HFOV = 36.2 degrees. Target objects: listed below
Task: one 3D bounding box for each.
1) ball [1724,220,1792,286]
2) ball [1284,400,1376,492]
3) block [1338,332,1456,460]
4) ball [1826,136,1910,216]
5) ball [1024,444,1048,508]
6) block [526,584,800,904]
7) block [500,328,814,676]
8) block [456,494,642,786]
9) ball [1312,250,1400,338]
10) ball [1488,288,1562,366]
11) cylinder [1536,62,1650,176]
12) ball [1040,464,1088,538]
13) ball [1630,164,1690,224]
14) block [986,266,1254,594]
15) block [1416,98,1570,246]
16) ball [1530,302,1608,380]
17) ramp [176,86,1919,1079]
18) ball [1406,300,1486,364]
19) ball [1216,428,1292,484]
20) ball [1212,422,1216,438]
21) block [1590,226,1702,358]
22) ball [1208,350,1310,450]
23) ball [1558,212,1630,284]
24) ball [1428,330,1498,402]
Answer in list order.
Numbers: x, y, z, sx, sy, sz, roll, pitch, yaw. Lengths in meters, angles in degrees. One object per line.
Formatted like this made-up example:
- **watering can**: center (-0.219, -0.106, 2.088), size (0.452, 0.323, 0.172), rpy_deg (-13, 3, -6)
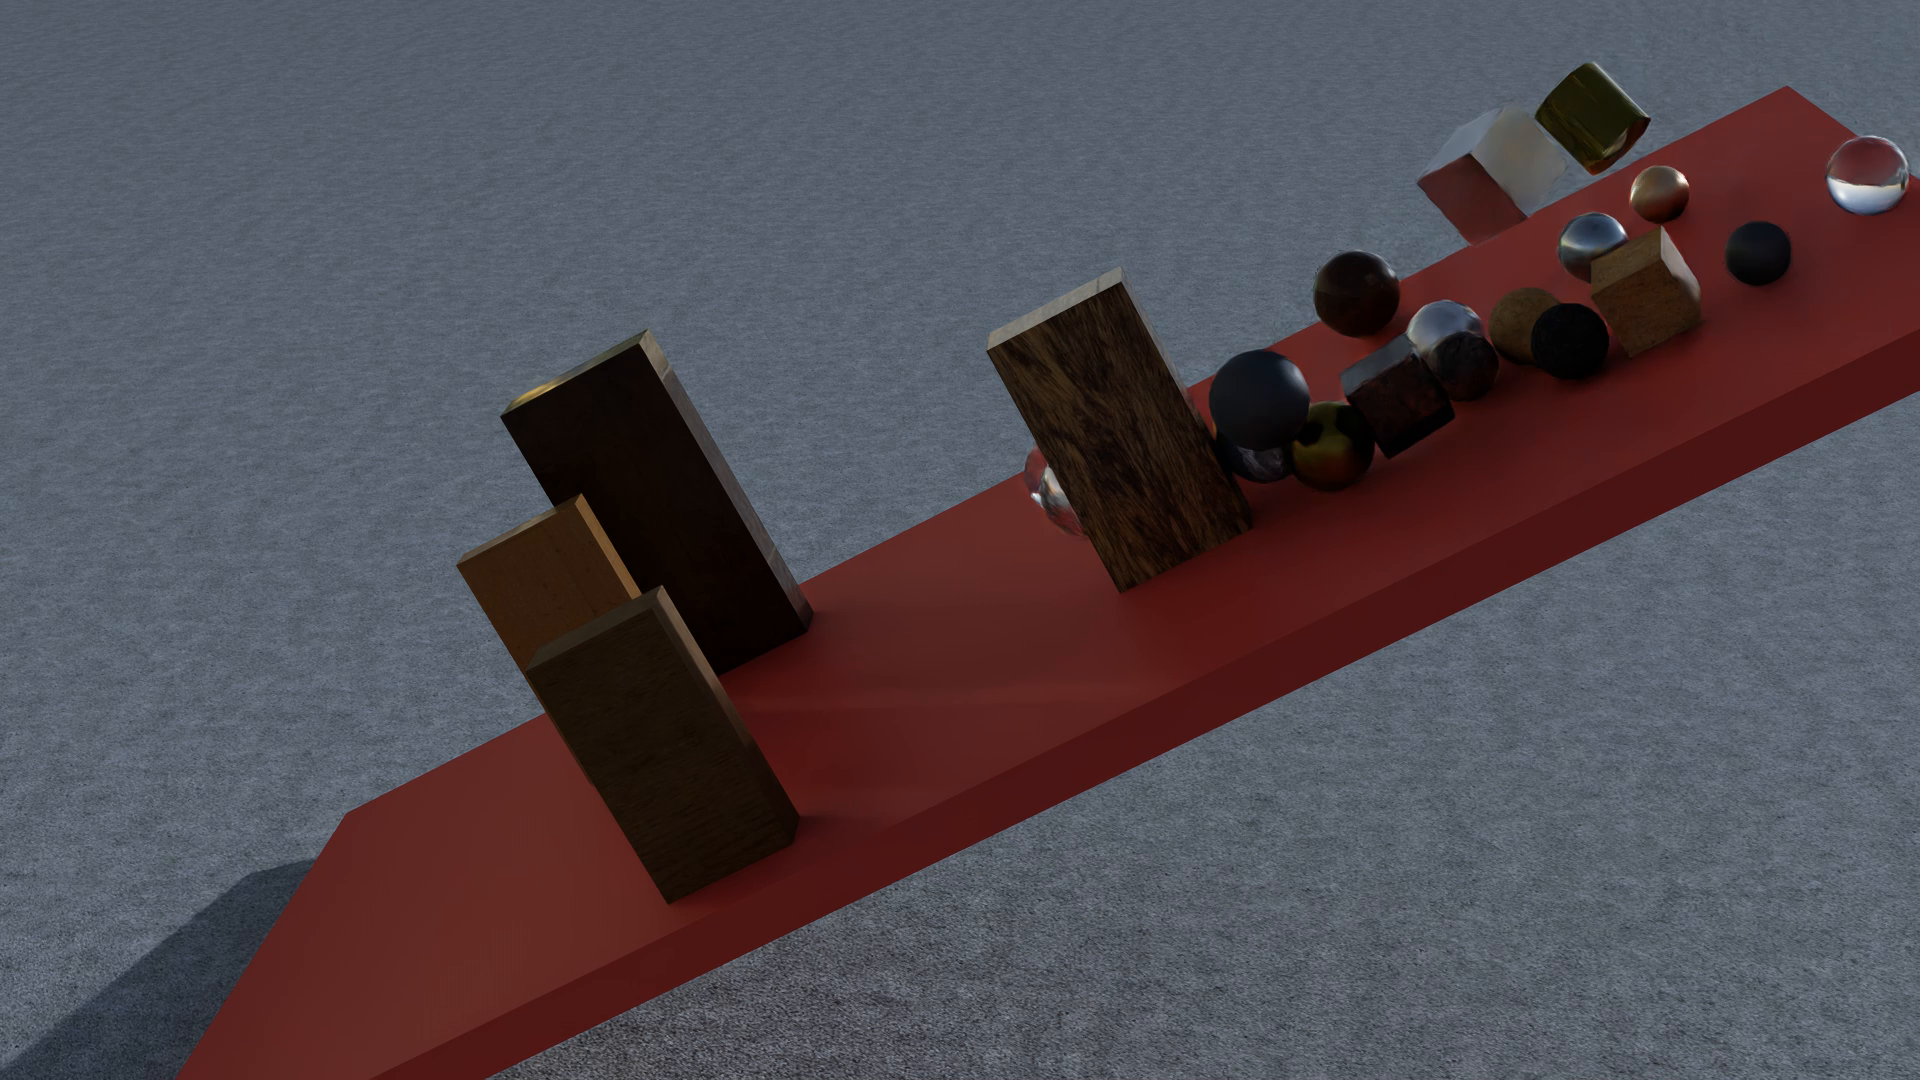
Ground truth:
- **ball**: center (1.519, -0.546, 5.596), size (0.123, 0.123, 0.123), rpy_deg (0, 18, 0)
- **ball**: center (0.726, -0.185, 5.782), size (0.179, 0.179, 0.179), rpy_deg (0, 18, 0)
- **block**: center (0.849, -0.281, 5.719), size (0.153, 0.153, 0.153), rpy_deg (-33, 16, 13)
- **ball**: center (1.737, -0.696, 5.629), size (0.154, 0.154, 0.154), rpy_deg (0, 18, 0)
- **ball**: center (0.242, -0.150, 6.584), size (0.195, 0.195, 0.195), rpy_deg (0, 18, 0)
- **block**: center (-0.560, 0.390, 5.578), size (0.274, 0.532, 0.135), rpy_deg (-27, 14, 11)
- **block**: center (-0.705, -0.056, 6.899), size (0.374, 0.786, 0.144), rpy_deg (-27, 14, 11)
- **block**: center (-0.836, 0.225, 6.578), size (0.308, 0.590, 0.083), rpy_deg (-27, 14, 11)
- **ball**: center (0.904, -0.563, 6.711), size (0.199, 0.199, 0.199), rpy_deg (0, 18, 0)
- **ball**: center (1.134, -0.426, 5.866), size (0.157, 0.157, 0.157), rpy_deg (0, 18, 0)
- **cylinder**: center (1.333, -0.887, 6.196), size (0.169, 0.169, 0.169), rpy_deg (49, 38, 15)
- **ball**: center (0.274, -0.107, 6.353), size (0.204, 0.204, 0.204), rpy_deg (0, 18, 0)
- **ball**: center (1.503, -0.743, 6.316), size (0.124, 0.124, 0.124), rpy_deg (0, 18, 0)
- **block**: center (0.322, -0.220, 5.897), size (0.300, 0.568, 0.147), rpy_deg (-27, 14, 11)
- **block**: center (1.144, -0.789, 6.323), size (0.191, 0.191, 0.191), rpy_deg (-50, 13, -29)
- **ball**: center (1.172, -0.382, 5.657), size (0.148, 0.148, 0.148), rpy_deg (0, 18, 0)
- **ramp**: center (0.141, 0.167, 6.282), size (4.000, 0.100, 2.000), rpy_deg (-27, 14, 11)
- **ball**: center (1.000, -0.410, 6.056), size (0.167, 0.167, 0.167), rpy_deg (0, 18, 0)
- **ball**: center (0.612, -0.210, 5.925), size (0.191, 0.191, 0.191), rpy_deg (0, 18, 0)
- **ball**: center (0.615, -0.243, 6.257), size (0.154, 0.154, 0.154), rpy_deg (0, 18, 0)
- **block**: center (1.307, -0.474, 5.605), size (0.151, 0.151, 0.151), rpy_deg (-28, 21, 26)
- **ball**: center (0.576, -0.269, 5.664), size (0.194, 0.194, 0.194), rpy_deg (0, 18, 0)
- **ball**: center (1.287, -0.593, 5.972), size (0.144, 0.144, 0.144), rpy_deg (0, 18, 0)
- **ball**: center (1.005, -0.347, 5.877), size (0.142, 0.142, 0.142), rpy_deg (0, 18, 0)
